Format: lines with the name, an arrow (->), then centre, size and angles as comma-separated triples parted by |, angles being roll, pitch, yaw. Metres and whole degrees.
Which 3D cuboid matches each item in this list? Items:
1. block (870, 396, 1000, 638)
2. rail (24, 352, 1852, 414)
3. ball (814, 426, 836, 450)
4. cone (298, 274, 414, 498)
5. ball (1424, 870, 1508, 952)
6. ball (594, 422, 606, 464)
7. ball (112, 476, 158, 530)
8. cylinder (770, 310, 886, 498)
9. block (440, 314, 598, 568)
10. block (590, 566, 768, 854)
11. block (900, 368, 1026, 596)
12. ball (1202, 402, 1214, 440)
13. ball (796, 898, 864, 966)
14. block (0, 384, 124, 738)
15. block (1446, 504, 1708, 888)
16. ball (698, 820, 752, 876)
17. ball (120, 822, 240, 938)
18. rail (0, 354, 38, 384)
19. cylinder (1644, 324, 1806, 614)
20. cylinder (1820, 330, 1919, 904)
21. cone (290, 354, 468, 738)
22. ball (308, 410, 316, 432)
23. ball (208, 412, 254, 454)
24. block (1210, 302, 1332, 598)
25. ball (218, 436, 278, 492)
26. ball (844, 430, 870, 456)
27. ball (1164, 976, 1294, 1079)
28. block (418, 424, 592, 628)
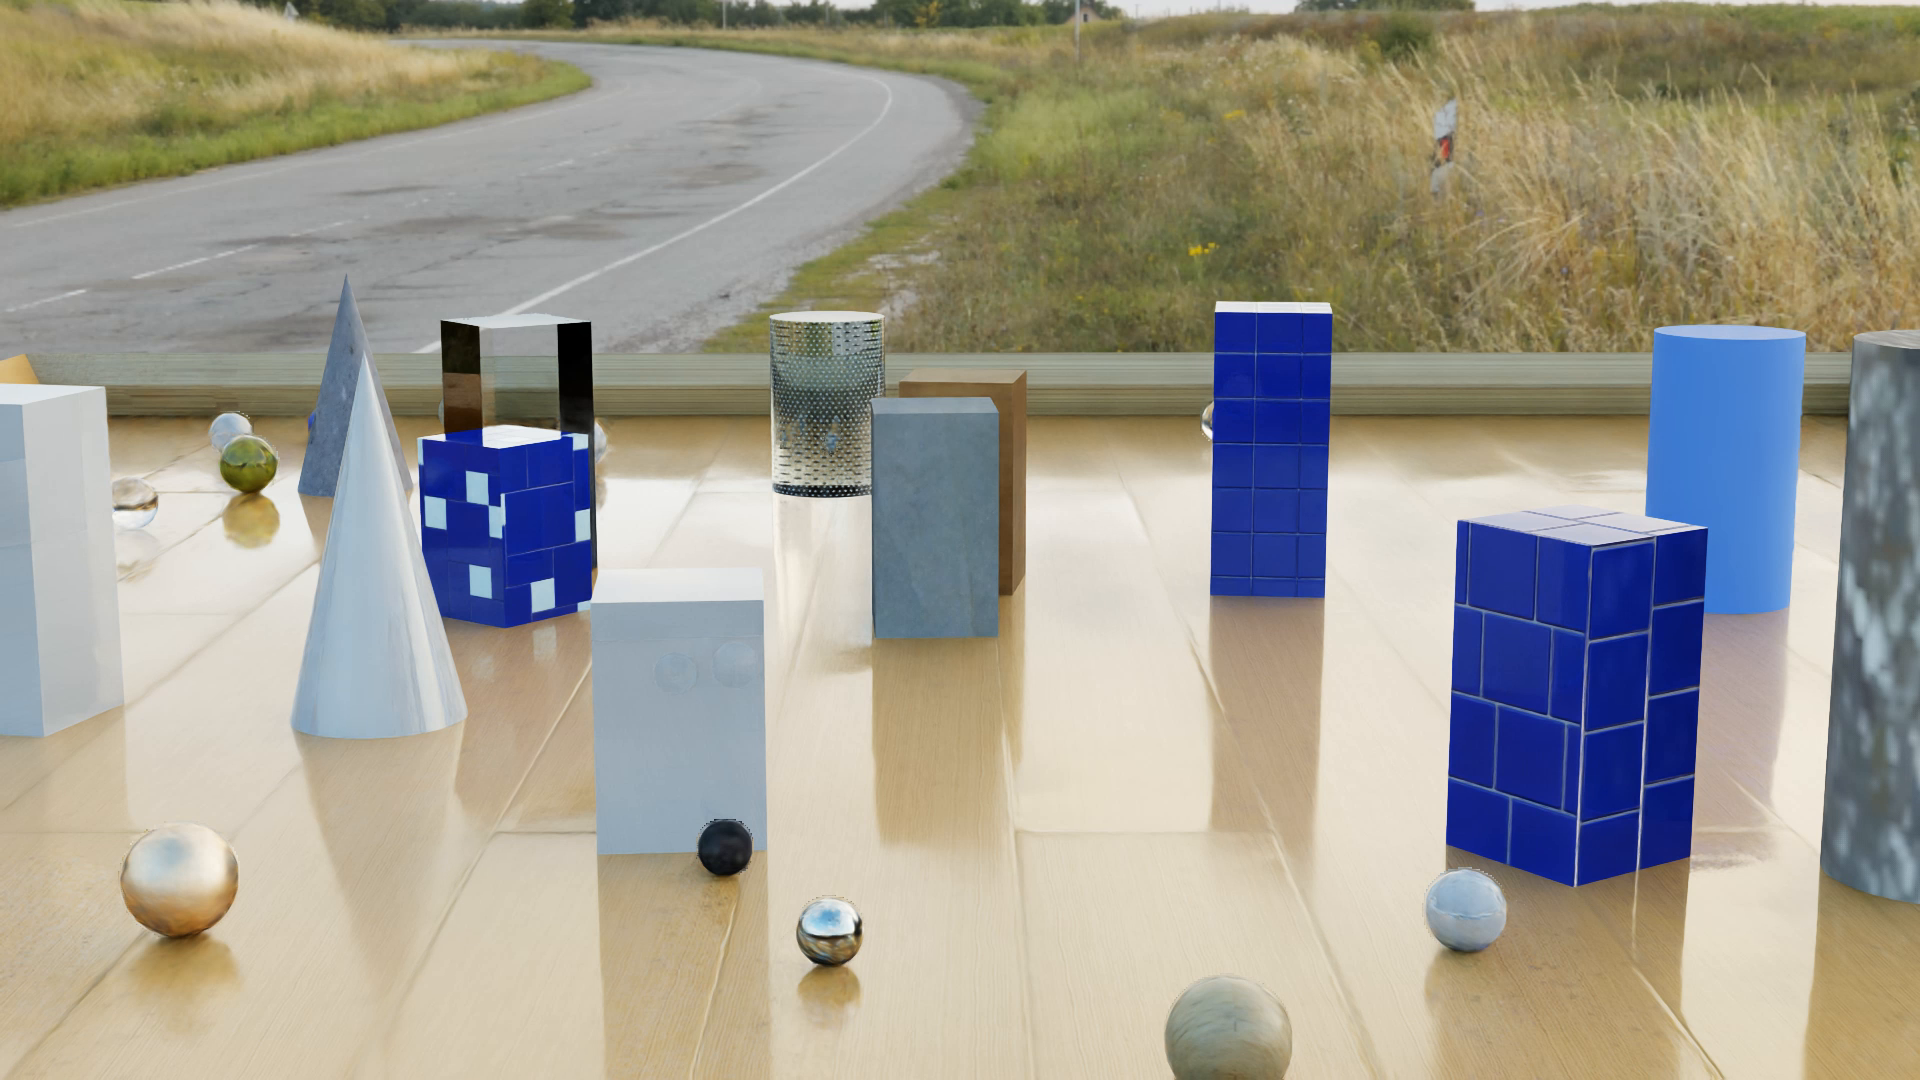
block -> -0.034, -0.032, 3.360 | 0.159, 0.291, 0.159 | -1, 11, -3
rail -> -0.011, -0.325, 5.386 | 3.908, 0.129, 0.045 | 0, 10, 0
ball -> -0.259, -0.195, 4.921 | 0.044, 0.044, 0.044 | 0, 10, 0
cone -> -1.055, -0.276, 4.446 | 0.198, 0.376, 0.198 | 0, 10, 0
ball -> 0.421, 0.309, 2.135 | 0.067, 0.067, 0.067 | 0, 10, 0
ball -> -0.693, -0.177, 4.701 | 0.089, 0.089, 0.089 | 0, 10, 0
ball -> -1.316, -0.059, 4.072 | 0.085, 0.085, 0.085 | 0, 10, 0
cylinder -> -0.229, -0.237, 4.446 | 0.198, 0.300, 0.198 | 0, 10, 0
block -> -0.644, -0.140, 3.747 | 0.159, 0.362, 0.159 | -8, 13, -38
block -> -0.267, 0.160, 2.461 | 0.159, 0.240, 0.159 | -1, 11, -5
block -> 0.006, -0.085, 3.633 | 0.159, 0.297, 0.159 | 1, 11, 8
ball -> 0.514, -0.232, 5.006 | 0.086, 0.086, 0.086 | 0, 10, 0
ball -> -0.106, 0.321, 2.100 | 0.056, 0.056, 0.056 | 0, 10, 0
block -> -1.063, 0.018, 2.878 | 0.159, 0.368, 0.159 | 3, 11, 14
block -> 0.571, 0.138, 2.384 | 0.159, 0.312, 0.159 | -7, 13, -34
ball -> -0.214, 0.280, 2.336 | 0.050, 0.050, 0.050 | 0, 10, 0
ball -> -0.660, 0.287, 2.171 | 0.096, 0.096, 0.096 | 0, 10, 0
rail -> -1.930, 0.035, 3.438 | 0.045, 0.129, 3.988 | 0, 10, 0
cylinder -> 1.044, -0.100, 3.514 | 0.198, 0.370, 0.198 | 0, 10, 0
cylinder -> 0.890, 0.065, 2.299 | 0.198, 0.487, 0.198 | 0, 10, 0
cone -> -0.658, -0.005, 2.871 | 0.198, 0.417, 0.198 | 0, 10, 0
ball -> -1.230, -0.223, 4.988 | 0.075, 0.075, 0.075 | 0, 10, 0
ball -> -1.378, -0.200, 4.849 | 0.081, 0.081, 0.081 | 0, 10, 0
block -> 0.436, -0.130, 3.606 | 0.159, 0.395, 0.159 | 1, 11, 6
ball -> -1.226, -0.130, 4.422 | 0.098, 0.098, 0.098 | 0, 10, 0
ball -> -0.193, -0.182, 4.837 | 0.050, 0.050, 0.050 | 0, 10, 0
ball -> 0.190, 0.355, 1.818 | 0.091, 0.091, 0.091 | 0, 10, 0
block -> -0.611, -0.021, 3.449 | 0.159, 0.238, 0.159 | 8, 13, 37
